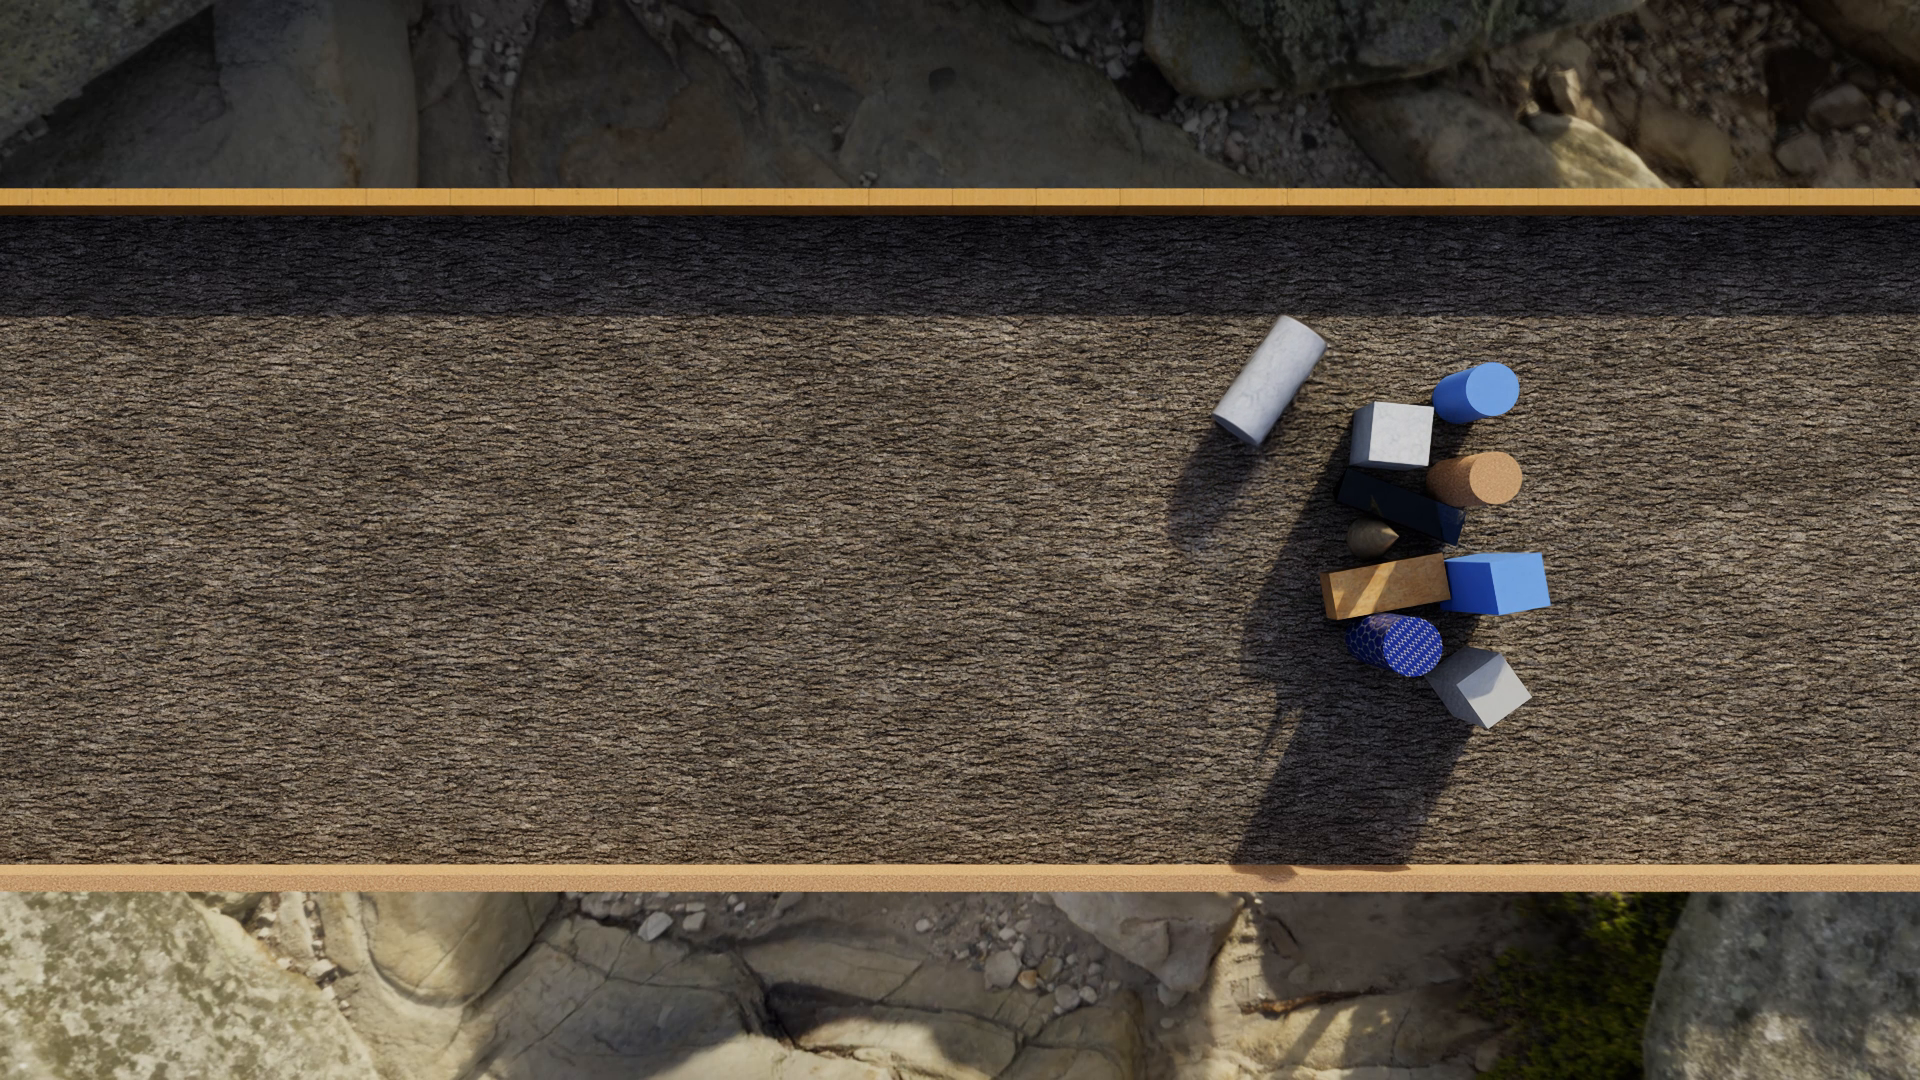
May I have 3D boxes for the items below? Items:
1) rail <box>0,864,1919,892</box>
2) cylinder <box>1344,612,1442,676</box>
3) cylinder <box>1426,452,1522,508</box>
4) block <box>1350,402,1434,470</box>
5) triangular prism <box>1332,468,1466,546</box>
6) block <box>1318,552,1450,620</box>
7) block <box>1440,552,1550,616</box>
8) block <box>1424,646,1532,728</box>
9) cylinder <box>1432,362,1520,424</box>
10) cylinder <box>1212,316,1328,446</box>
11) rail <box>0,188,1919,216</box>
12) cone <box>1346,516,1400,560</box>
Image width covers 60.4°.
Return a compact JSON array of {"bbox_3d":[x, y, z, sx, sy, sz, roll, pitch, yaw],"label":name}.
[{"bbox_3d":[-2.247,1.025,5.001,12.000,0.150,0.050,0,90,0],"label":"rail"},{"bbox_3d":[1.268,0.299,4.847,0.167,0.459,0.167,0,90,0],"label":"cylinder"},{"bbox_3d":[1.508,-0.175,4.859,0.149,0.434,0.149,0,90,0],"label":"cylinder"},{"bbox_3d":[1.282,-0.306,4.916,0.170,0.312,0.170,6,90,3],"label":"block"},{"bbox_3d":[1.327,-0.084,5.002,0.385,0.112,0.097,20,49,0],"label":"triangular prism"},{"bbox_3d":[1.287,0.139,5.006,0.345,0.142,0.142,-10,90,0],"label":"block"},{"bbox_3d":[1.553,0.126,4.842,0.150,0.460,0.150,-10,90,-4],"label":"block"},{"bbox_3d":[1.536,0.434,4.909,0.156,0.334,0.156,-36,90,0],"label":"block"},{"bbox_3d":[1.531,-0.434,4.909,0.154,0.335,0.154,0,90,0],"label":"cylinder"},{"bbox_3d":[0.938,-0.480,4.991,0.172,0.172,0.362,35,90,0],"label":"cylinder"},{"bbox_3d":[-2.247,-1.025,5.002,12.000,0.150,0.050,0,90,0],"label":"rail"},{"bbox_3d":[1.259,-0.007,4.898,0.140,0.355,0.140,0,89,0],"label":"cone"}]
